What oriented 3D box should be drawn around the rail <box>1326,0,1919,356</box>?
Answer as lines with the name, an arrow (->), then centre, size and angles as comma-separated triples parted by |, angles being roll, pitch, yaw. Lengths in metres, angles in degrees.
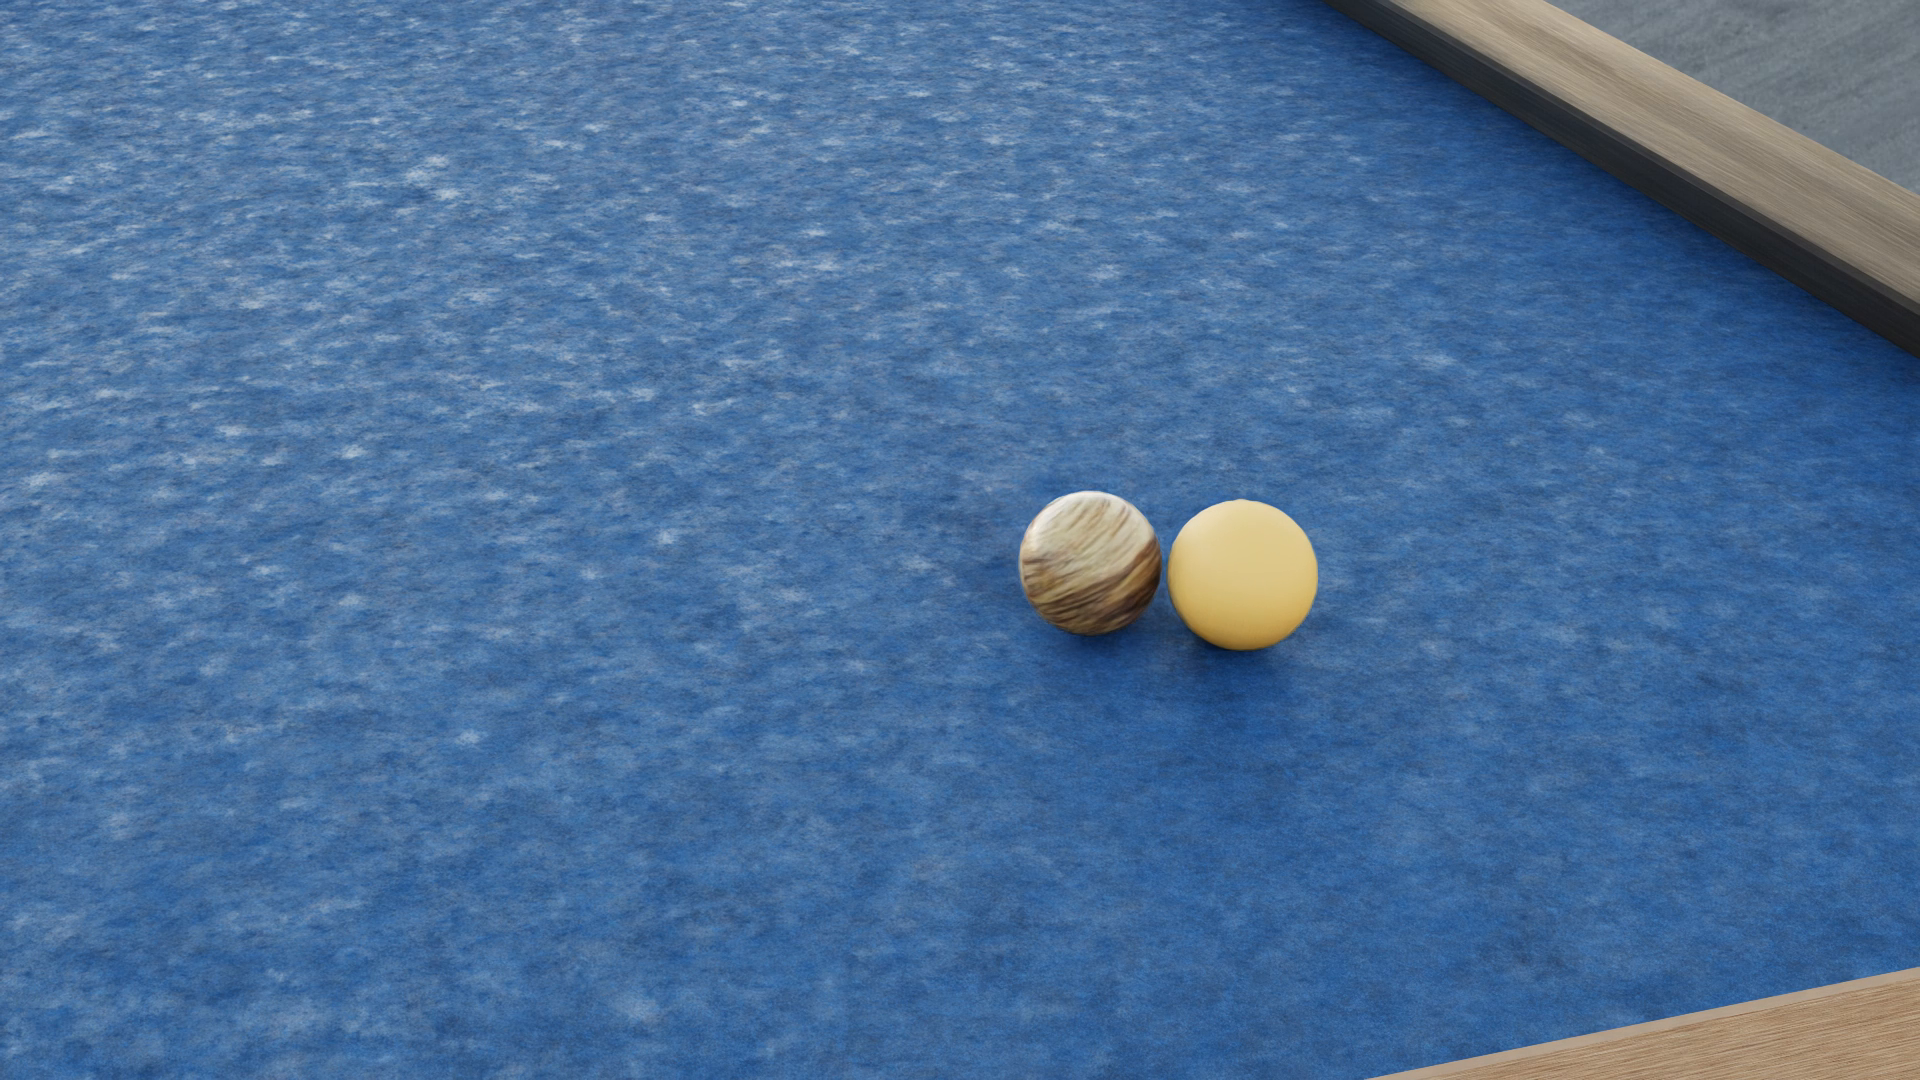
rail -> 0.593, -0.438, 2.879 | 0.045, 0.129, 3.008 | -8, 27, -16

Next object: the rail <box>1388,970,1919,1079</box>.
rail -> 0.227, 0.282, 1.363 | 1.788, 0.129, 0.045 | -8, 27, -16

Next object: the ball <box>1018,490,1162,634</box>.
ball -> 0.087, 0.015, 1.966 | 0.096, 0.096, 0.096 | 0, 25, 0

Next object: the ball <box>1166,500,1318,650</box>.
ball -> 0.186, 0.023, 1.945 | 0.099, 0.099, 0.099 | 0, 25, 0
